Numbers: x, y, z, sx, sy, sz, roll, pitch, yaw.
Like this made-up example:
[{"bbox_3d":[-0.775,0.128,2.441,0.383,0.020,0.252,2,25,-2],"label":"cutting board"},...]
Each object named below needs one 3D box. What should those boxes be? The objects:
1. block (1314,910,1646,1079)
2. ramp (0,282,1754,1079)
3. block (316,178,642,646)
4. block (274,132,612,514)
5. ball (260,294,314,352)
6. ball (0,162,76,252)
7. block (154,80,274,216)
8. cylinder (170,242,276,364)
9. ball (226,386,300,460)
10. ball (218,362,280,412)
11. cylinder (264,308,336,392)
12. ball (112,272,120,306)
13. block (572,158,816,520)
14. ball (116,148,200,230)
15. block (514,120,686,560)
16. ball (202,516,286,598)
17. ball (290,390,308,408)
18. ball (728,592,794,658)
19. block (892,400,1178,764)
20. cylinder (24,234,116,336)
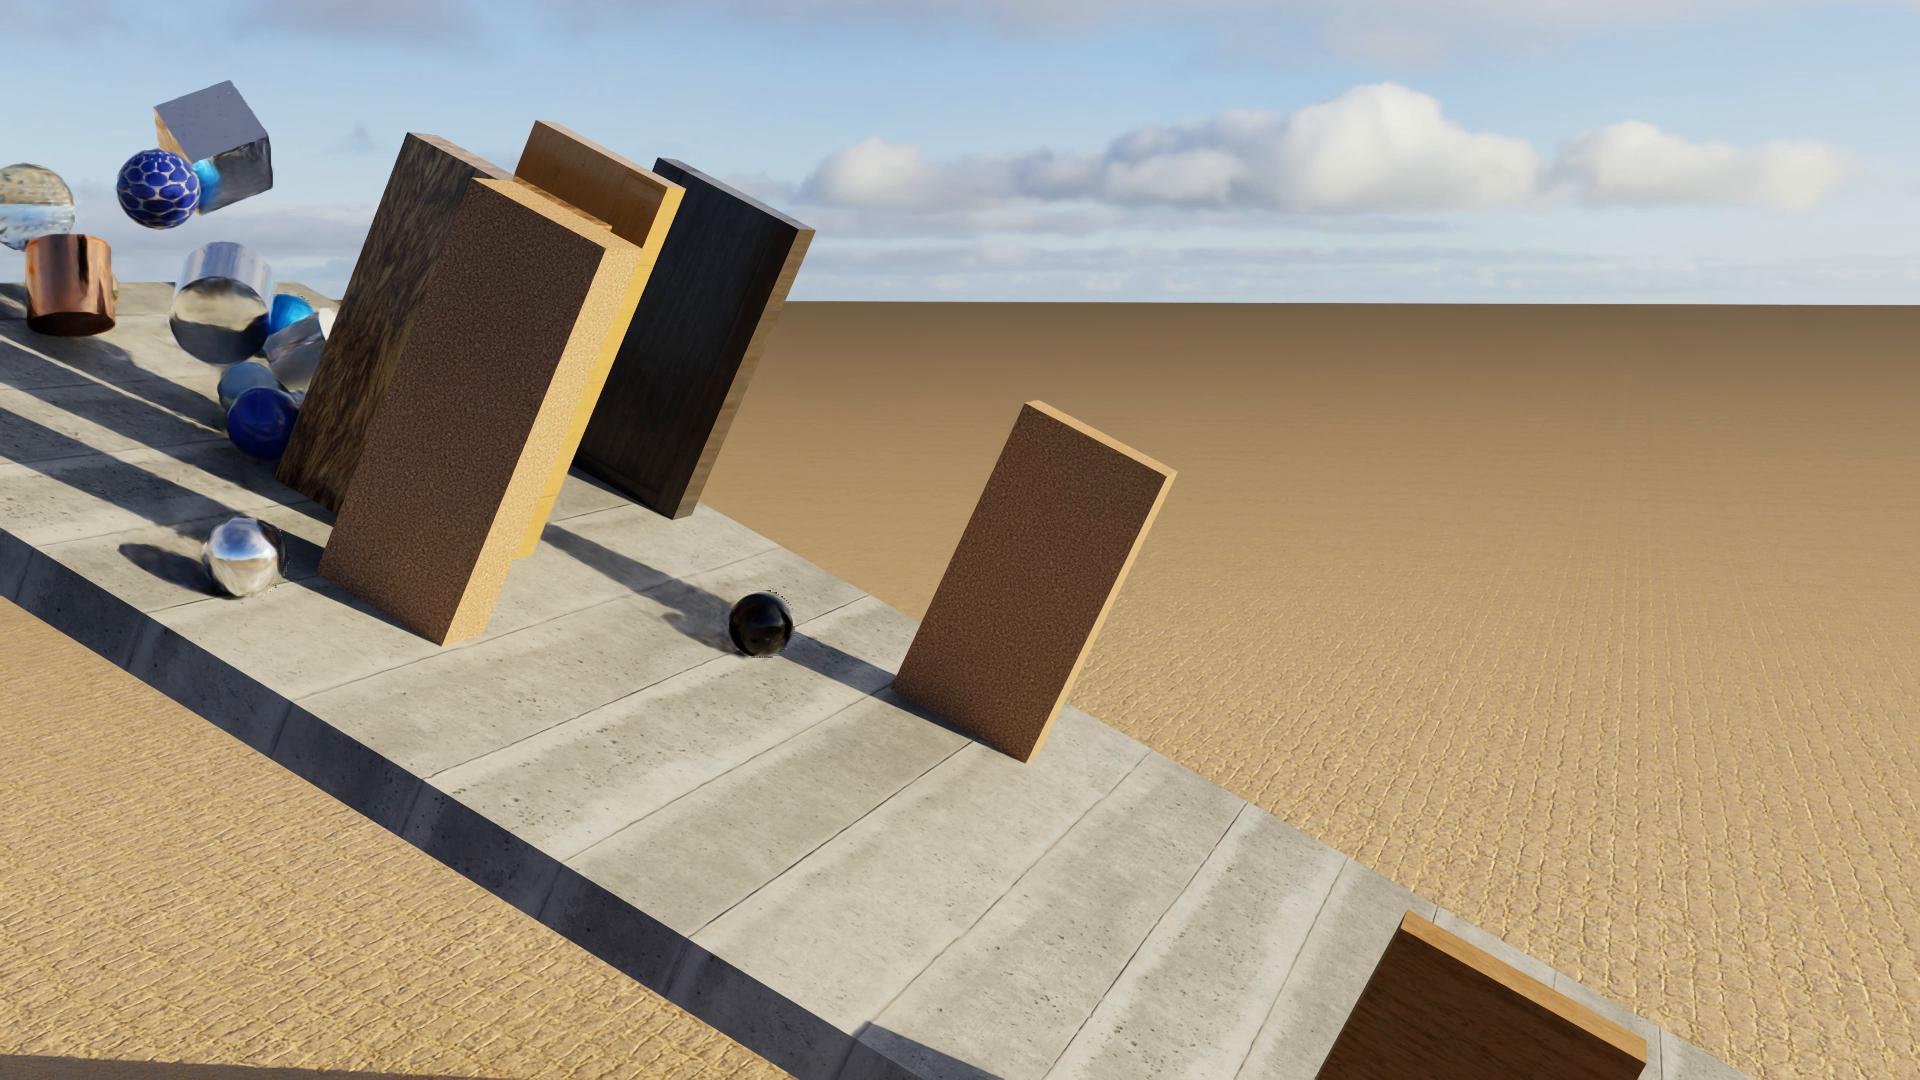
[{"bbox_3d":[0.678,0.825,3.089,0.365,0.483,0.095,28,14,12],"label":"block"},{"bbox_3d":[-0.255,0.432,4.165,4.000,0.100,2.000,28,14,12],"label":"ramp"},{"bbox_3d":[-0.829,-0.217,3.775,0.271,0.749,0.141,28,14,12],"label":"block"},{"bbox_3d":[-0.968,-0.345,4.093,0.392,0.711,0.108,28,14,12],"label":"block"},{"bbox_3d":[-1.491,-0.470,4.850,0.144,0.144,0.144,0,7,0],"label":"ball"},{"bbox_3d":[-1.838,-0.655,4.338,0.175,0.175,0.175,0,7,0],"label":"ball"},{"bbox_3d":[-1.606,-0.844,4.737,0.174,0.174,0.174,-28,-20,-27],"label":"block"},{"bbox_3d":[-1.452,-0.468,4.335,0.186,0.186,0.186,-2,29,-13],"label":"cylinder"},{"bbox_3d":[-1.321,-0.222,4.181,0.140,0.140,0.140,0,7,0],"label":"ball"},{"bbox_3d":[-1.398,-0.293,4.321,0.117,0.117,0.117,0,7,0],"label":"ball"},{"bbox_3d":[-1.379,-0.401,4.674,0.138,0.138,0.138,-25,3,9],"label":"cylinder"},{"bbox_3d":[-1.792,-0.513,4.510,0.126,0.126,0.126,0,7,0],"label":"ball"},{"bbox_3d":[-0.653,-0.459,5.039,0.375,0.730,0.108,28,14,12],"label":"block"},{"bbox_3d":[-1.524,-0.667,4.182,0.151,0.151,0.151,0,7,0],"label":"ball"},{"bbox_3d":[-0.833,-0.387,4.301,0.303,0.799,0.082,28,14,12],"label":"block"},{"bbox_3d":[-1.165,0.027,3.581,0.132,0.132,0.132,0,7,0],"label":"ball"},{"bbox_3d":[-1.289,-0.232,4.342,0.130,0.130,0.130,0,7,0],"label":"ball"},{"bbox_3d":[-0.399,0.170,4.406,0.130,0.130,0.130,0,7,0],"label":"ball"},{"bbox_3d":[0.149,0.086,4.540,0.327,0.669,0.107,28,14,12],"label":"block"},{"bbox_3d":[-1.751,-0.499,4.324,0.158,0.158,0.158,-7,-11,-1],"label":"cylinder"}]
